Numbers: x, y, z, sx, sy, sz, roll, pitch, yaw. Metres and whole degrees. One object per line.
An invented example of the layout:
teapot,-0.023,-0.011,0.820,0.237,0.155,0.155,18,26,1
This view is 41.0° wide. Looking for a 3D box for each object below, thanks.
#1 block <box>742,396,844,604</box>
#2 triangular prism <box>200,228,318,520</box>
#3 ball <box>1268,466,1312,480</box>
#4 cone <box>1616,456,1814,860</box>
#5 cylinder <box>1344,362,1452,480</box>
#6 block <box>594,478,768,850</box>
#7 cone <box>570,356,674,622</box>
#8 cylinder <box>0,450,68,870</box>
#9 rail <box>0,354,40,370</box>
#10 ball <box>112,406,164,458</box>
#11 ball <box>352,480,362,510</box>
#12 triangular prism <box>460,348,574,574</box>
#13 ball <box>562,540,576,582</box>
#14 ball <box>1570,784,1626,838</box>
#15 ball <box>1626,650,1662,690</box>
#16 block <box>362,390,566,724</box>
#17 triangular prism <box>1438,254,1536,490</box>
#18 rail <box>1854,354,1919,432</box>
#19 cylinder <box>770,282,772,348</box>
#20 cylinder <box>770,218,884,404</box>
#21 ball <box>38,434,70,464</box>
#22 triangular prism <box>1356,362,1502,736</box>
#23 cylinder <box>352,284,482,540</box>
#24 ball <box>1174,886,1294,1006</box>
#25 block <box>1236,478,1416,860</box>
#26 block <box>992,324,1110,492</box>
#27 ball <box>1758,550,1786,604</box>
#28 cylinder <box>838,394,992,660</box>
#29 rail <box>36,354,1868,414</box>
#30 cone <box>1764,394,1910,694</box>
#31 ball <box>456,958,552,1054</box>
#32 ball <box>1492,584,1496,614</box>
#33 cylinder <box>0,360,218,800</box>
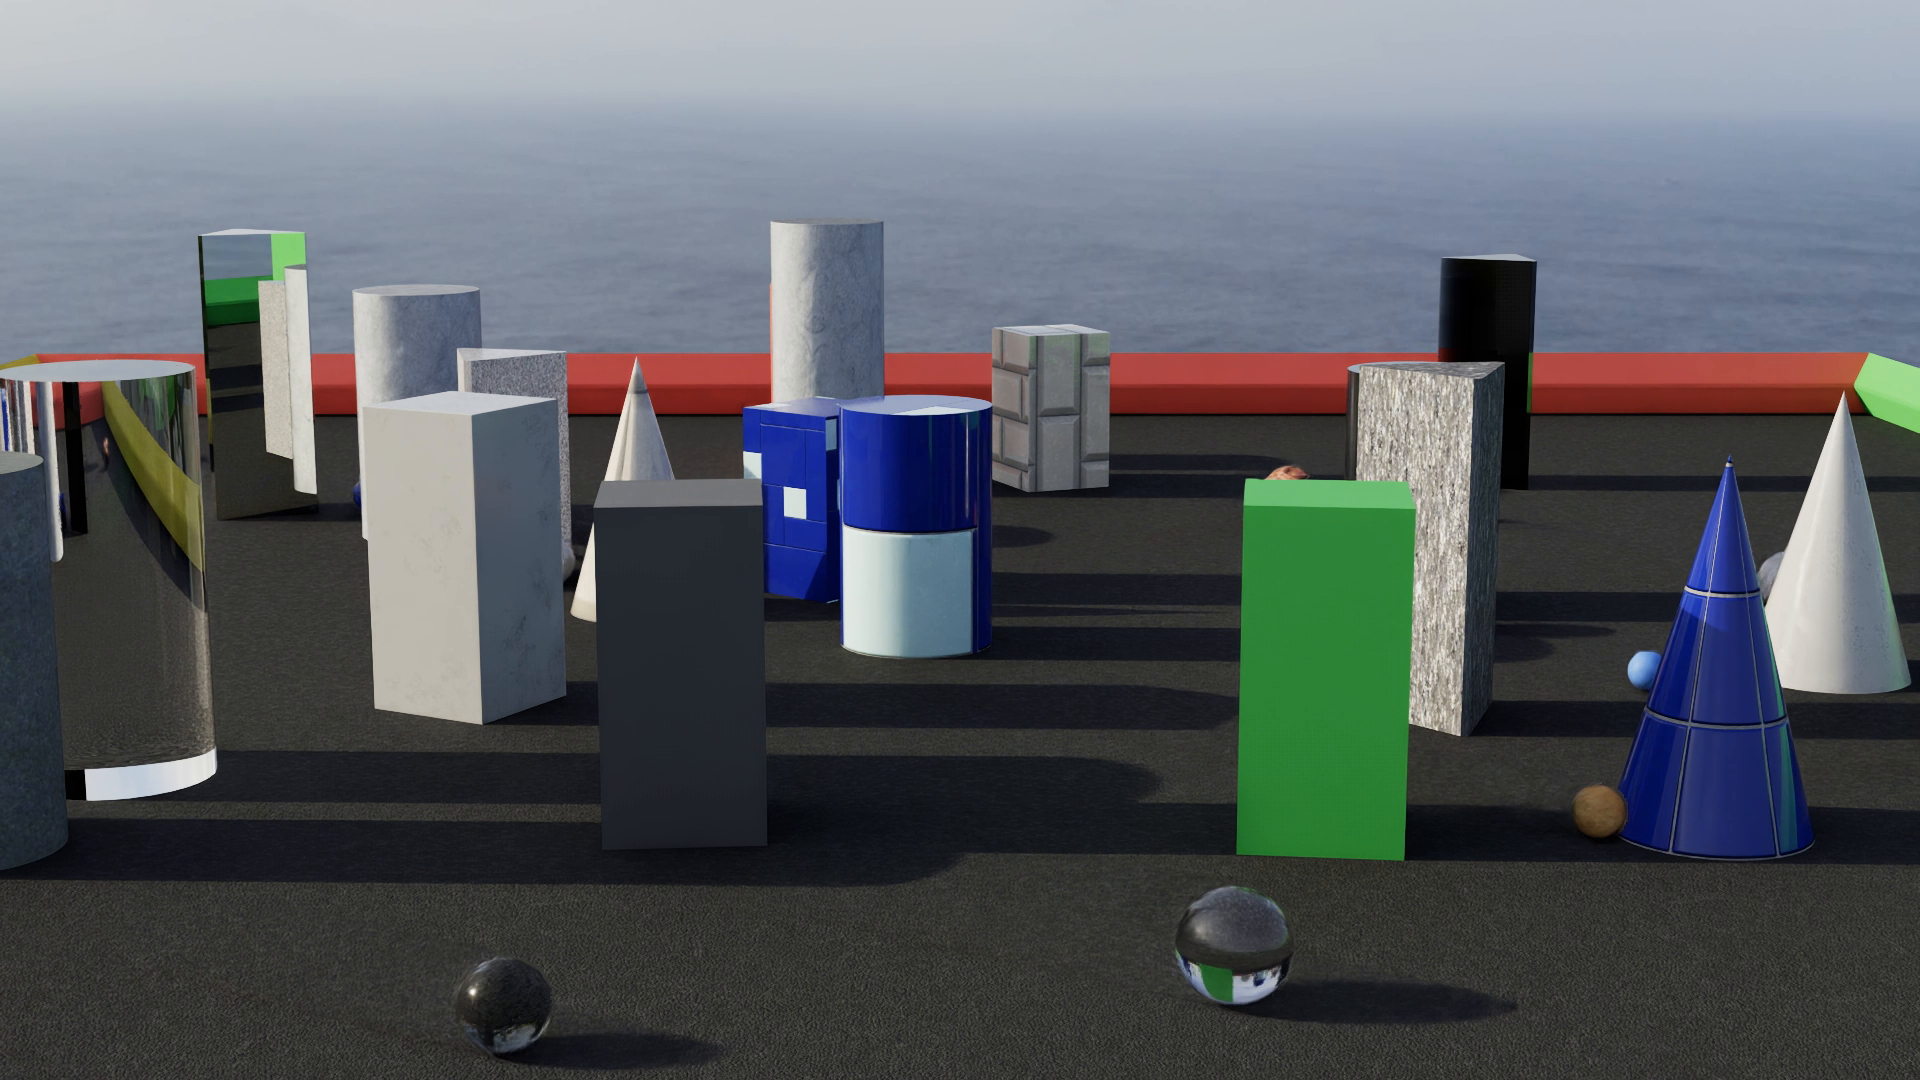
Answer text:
block,-0.192,-0.060,3.591,0.155,0.256,0.155,8,13,38
triangular prism,-1.159,-0.275,4.199,0.167,0.458,0.145,-5,12,-25
ball,0.532,-0.077,4.150,0.086,0.086,0.086,0,11,0
cone,0.721,0.099,2.436,0.193,0.367,0.193,0,11,0
cylinder,0.616,-0.070,3.464,0.193,0.323,0.193,0,11,0
block,-0.265,0.115,2.460,0.155,0.326,0.155,-1,11,-5
cone,-0.429,-0.076,3.437,0.193,0.344,0.193,0,11,0
cylinder,-0.942,0.110,2.383,0.193,0.364,0.193,0,11,0
rail,-1.902,0.034,3.438,0.045,0.126,3.961,0,11,0
ball,-1.538,-0.202,4.799,0.095,0.095,0.095,0,11,0
ball,-0.962,-0.075,4.200,0.063,0.063,0.063,0,11,0
triangular prism,-0.669,-0.107,3.665,0.167,0.323,0.145,-10,15,-43
ball,-0.578,0.030,3.623,0.069,0.069,0.069,0,11,0
ball,0.607,0.258,2.441,0.051,0.051,0.051,0,11,0
ball,0.808,0.154,3.017,0.047,0.047,0.047,0,11,0
block,-0.564,0.016,2.933,0.155,0.349,0.155,6,12,28
triangular prism,0.941,-0.299,4.502,0.167,0.395,0.145,6,12,29
rail,1.902,0.030,3.460,0.045,0.126,3.961,0,11,0
cylinder,-0.252,-0.309,4.735,0.193,0.329,0.193,0,11,0
cylinder,-0.227,-0.318,4.425,0.193,0.461,0.193,0,11,0
ball,-1.662,-0.166,4.711,0.057,0.057,0.057,0,11,0
triangular prism,0.556,0.001,2.887,0.145,0.394,0.167,-9,14,-39
cylinder,-0.839,-0.198,3.992,0.193,0.382,0.193,0,11,0
ball,0.215,0.317,2.009,0.093,0.093,0.093,0,11,0
block,0.344,0.119,2.429,0.155,0.330,0.155,1,11,7
block,0.158,-0.233,4.489,0.155,0.269,0.155,-4,11,-23
ball,1.110,0.057,3.431,0.086,0.086,0.086,0,11,0
cylinder,-0.056,-0.020,3.243,0.193,0.305,0.193,0,11,0
rail,-0.011,-0.325,5.373,3.852,0.126,0.045,0,11,0
cone,1.046,-0.007,3.066,0.193,0.345,0.193,0,11,0
ball,-0.339,0.347,1.911,0.071,0.071,0.071,0,11,0
ball,0.653,0.077,3.328,0.084,0.084,0.084,0,11,0
cylinder,-0.871,0.036,2.625,0.193,0.421,0.193,0,11,0
